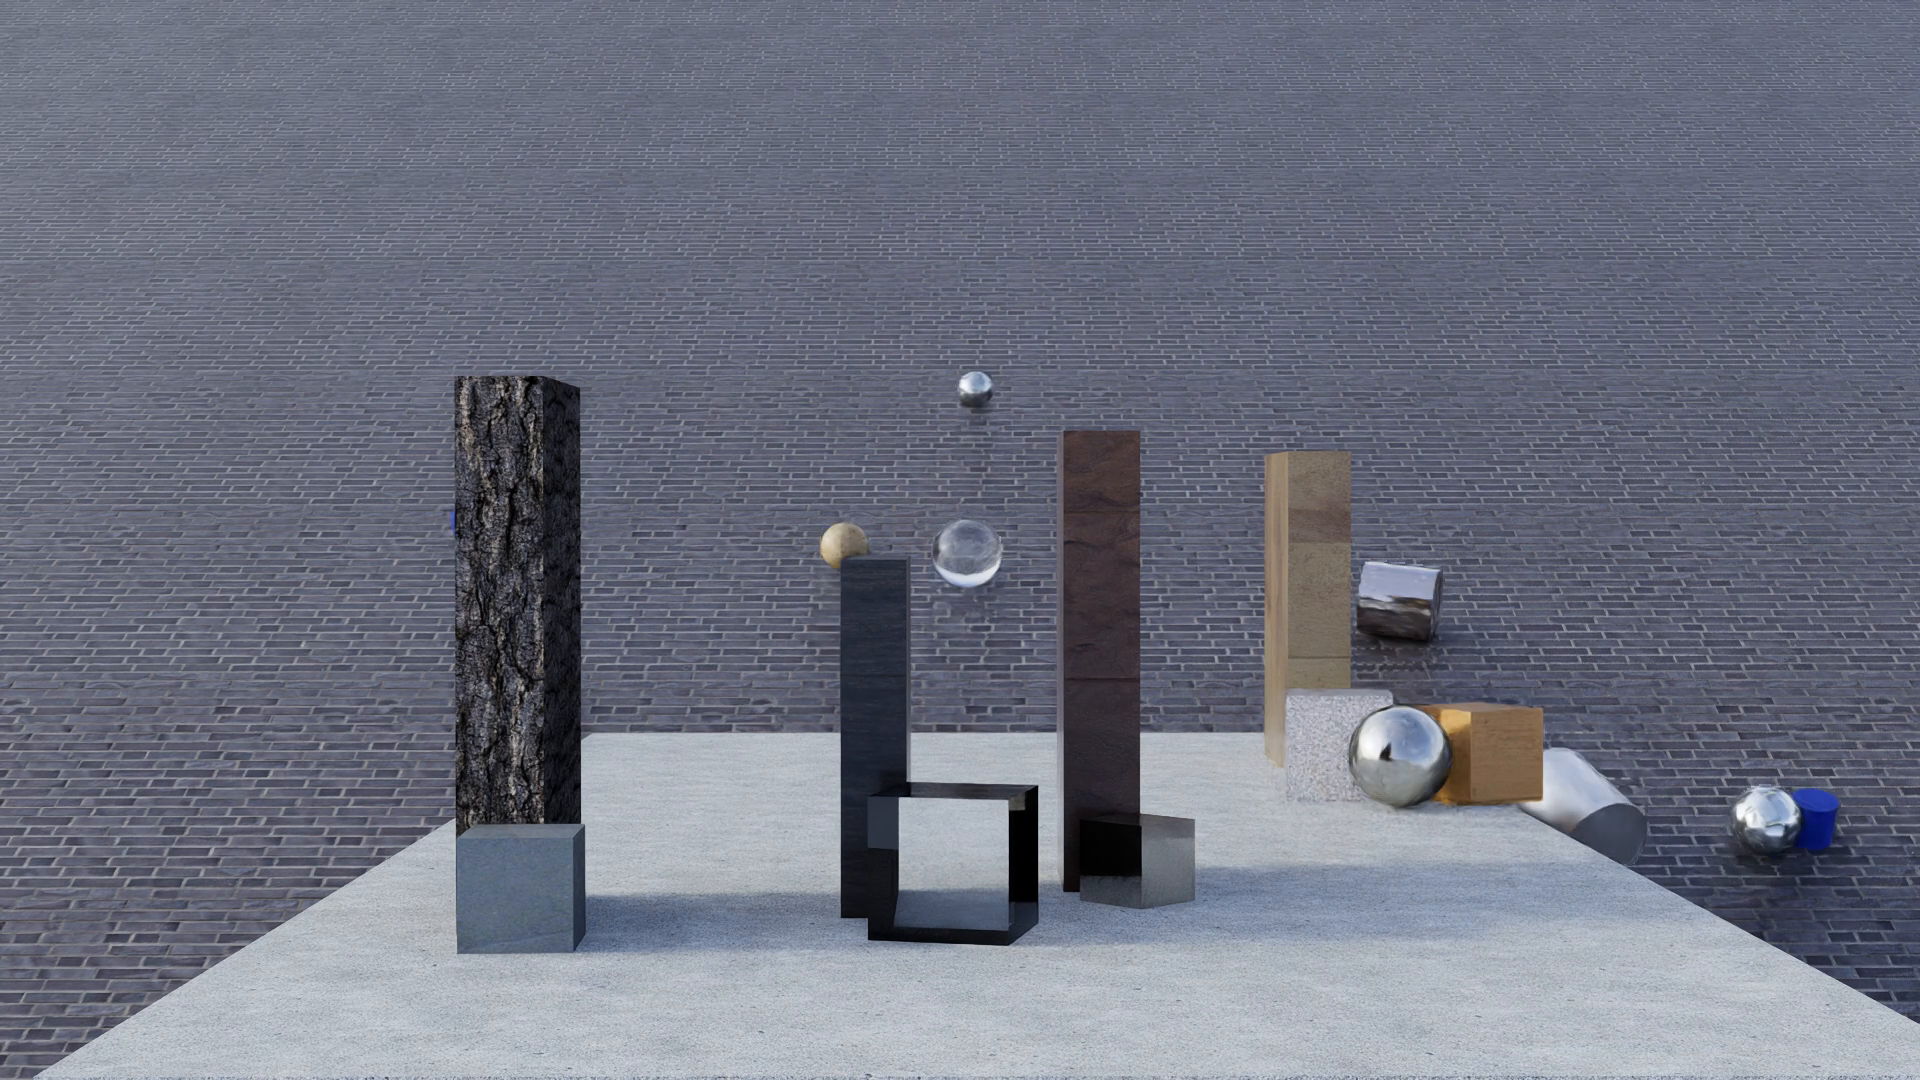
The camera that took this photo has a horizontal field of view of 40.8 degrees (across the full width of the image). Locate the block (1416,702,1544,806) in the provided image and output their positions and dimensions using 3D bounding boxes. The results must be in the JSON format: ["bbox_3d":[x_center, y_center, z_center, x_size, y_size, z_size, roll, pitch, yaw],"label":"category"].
[{"bbox_3d":[1.017,0.420,5.091,0.182,0.182,0.182,0,1,-29],"label":"block"}]

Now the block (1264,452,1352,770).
[{"bbox_3d":[0.778,0.154,5.806,0.136,0.697,0.424,0,1,0],"label":"block"}]

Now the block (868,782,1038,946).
[{"bbox_3d":[-0.007,0.435,3.499,0.191,0.191,0.191,0,1,14],"label":"block"}]

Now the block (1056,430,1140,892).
[{"bbox_3d":[0.212,0.180,3.989,0.114,0.690,0.264,0,1,0],"label":"block"}]

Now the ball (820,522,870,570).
[{"bbox_3d":[-0.336,0.020,7.535,0.143,0.143,0.143,0,28,0],"label":"ball"}]

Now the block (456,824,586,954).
[{"bbox_3d":[-0.576,0.458,3.403,0.149,0.149,0.149,0,1,-2],"label":"block"}]

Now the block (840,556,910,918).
[{"bbox_3d":[-0.121,0.276,3.781,0.092,0.502,0.336,0,1,0],"label":"block"}]

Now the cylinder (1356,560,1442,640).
[{"bbox_3d":[1.220,0.168,7.171,0.202,0.202,0.202,6,29,17],"label":"cylinder"}]

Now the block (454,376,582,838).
[{"bbox_3d":[-0.620,0.153,3.648,0.118,0.752,0.346,0,1,0],"label":"block"}]

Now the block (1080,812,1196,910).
[{"bbox_3d":[0.259,0.468,3.776,0.119,0.119,0.119,1,1,45],"label":"block"}]

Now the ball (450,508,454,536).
[{"bbox_3d":[-1.394,-0.053,7.602,0.208,0.208,0.208,0,28,0],"label":"ball"}]

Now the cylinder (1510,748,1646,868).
[{"bbox_3d":[1.252,0.566,5.277,0.207,0.207,0.207,-11,33,-20],"label":"cylinder"}]

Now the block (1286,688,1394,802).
[{"bbox_3d":[0.754,0.407,5.150,0.207,0.207,0.207,0,1,7],"label":"block"}]

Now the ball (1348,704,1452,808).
[{"bbox_3d":[0.841,0.413,4.937,0.197,0.197,0.197,0,28,0],"label":"ball"}]

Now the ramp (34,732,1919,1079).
[{"bbox_3d":[0.063,0.567,4.608,2.000,0.100,4.000,0,1,0],"label":"ramp"}]

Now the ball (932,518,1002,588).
[{"bbox_3d":[0.019,0.039,7.437,0.200,0.200,0.200,0,28,0],"label":"ball"}]

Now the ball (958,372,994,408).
[{"bbox_3d":[0.051,-0.498,8.531,0.120,0.120,0.120,0,28,0],"label":"ball"}]

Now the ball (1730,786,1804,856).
[{"bbox_3d":[1.954,0.682,6.262,0.169,0.169,0.169,0,28,0],"label":"ball"}]

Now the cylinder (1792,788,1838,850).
[{"bbox_3d":[2.086,0.683,6.322,0.108,0.108,0.108,1,26,0],"label":"cylinder"}]
